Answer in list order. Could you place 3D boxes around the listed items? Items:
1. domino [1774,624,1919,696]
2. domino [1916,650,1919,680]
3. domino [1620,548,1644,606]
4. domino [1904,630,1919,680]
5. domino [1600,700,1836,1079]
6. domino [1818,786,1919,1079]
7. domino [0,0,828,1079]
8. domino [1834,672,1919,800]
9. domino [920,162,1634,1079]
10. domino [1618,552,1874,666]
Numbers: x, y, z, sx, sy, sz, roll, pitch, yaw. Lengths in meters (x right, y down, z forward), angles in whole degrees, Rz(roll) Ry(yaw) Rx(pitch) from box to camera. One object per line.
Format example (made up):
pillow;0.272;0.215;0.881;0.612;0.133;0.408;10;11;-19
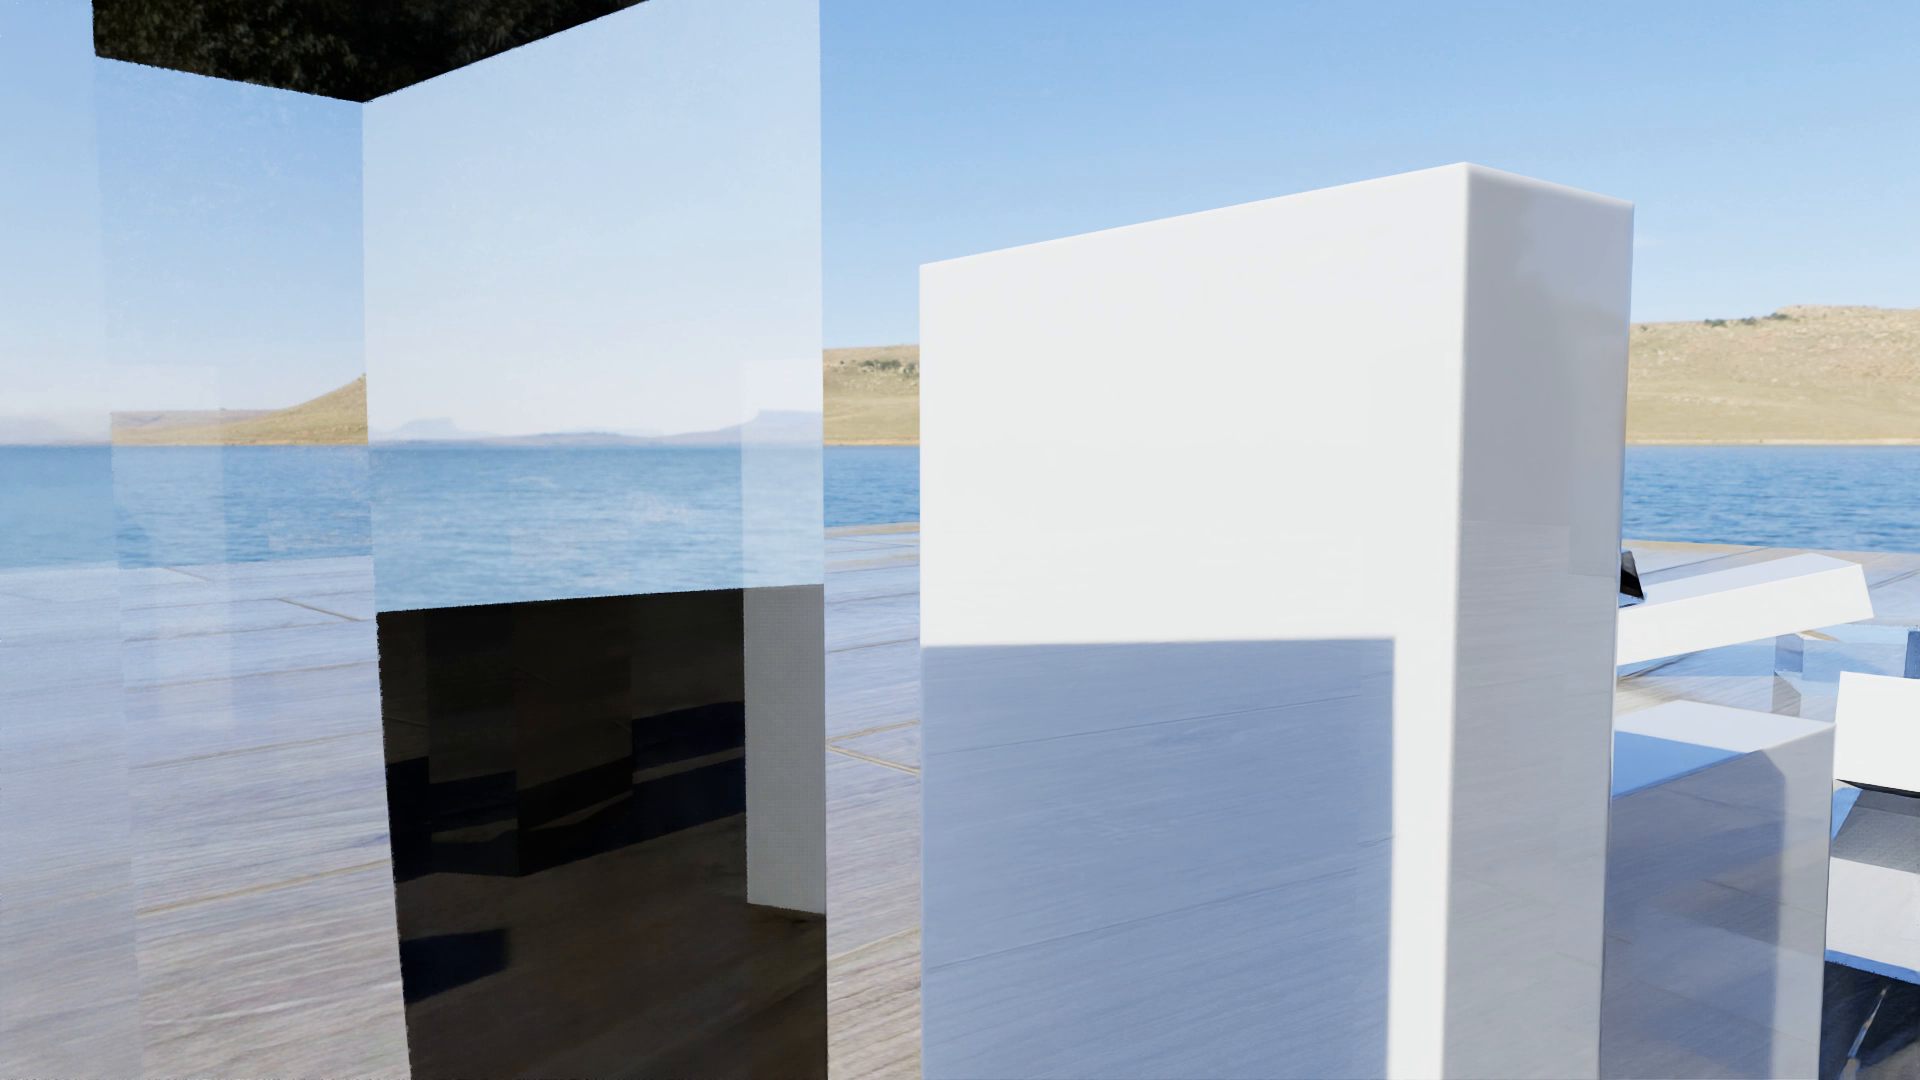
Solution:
domino;0.171;0.021;0.219;0.050;0.009;0.025;2;5;23
domino;0.157;0.018;0.173;0.025;0.009;0.050;9;-5;13
domino;0.102;0.012;0.251;0.050;0.009;0.025;-16;2;8
domino;0.130;0.020;0.149;0.050;0.010;0.025;16;-8;-43
domino;0.032;0.025;0.070;0.050;0.025;0.009;-3;5;-37
domino;0.075;0.030;0.099;0.050;0.010;0.025;-4;6;-41
domino;-0.015;0.016;0.025;0.025;0.050;0.010;4;6;40
domino;0.104;0.022;0.122;0.050;0.009;0.025;17;-8;-43
domino;0.010;0.014;0.049;0.009;0.050;0.025;-3;5;-37
domino;0.137;0.014;0.240;0.050;0.010;0.025;-14;0;17
